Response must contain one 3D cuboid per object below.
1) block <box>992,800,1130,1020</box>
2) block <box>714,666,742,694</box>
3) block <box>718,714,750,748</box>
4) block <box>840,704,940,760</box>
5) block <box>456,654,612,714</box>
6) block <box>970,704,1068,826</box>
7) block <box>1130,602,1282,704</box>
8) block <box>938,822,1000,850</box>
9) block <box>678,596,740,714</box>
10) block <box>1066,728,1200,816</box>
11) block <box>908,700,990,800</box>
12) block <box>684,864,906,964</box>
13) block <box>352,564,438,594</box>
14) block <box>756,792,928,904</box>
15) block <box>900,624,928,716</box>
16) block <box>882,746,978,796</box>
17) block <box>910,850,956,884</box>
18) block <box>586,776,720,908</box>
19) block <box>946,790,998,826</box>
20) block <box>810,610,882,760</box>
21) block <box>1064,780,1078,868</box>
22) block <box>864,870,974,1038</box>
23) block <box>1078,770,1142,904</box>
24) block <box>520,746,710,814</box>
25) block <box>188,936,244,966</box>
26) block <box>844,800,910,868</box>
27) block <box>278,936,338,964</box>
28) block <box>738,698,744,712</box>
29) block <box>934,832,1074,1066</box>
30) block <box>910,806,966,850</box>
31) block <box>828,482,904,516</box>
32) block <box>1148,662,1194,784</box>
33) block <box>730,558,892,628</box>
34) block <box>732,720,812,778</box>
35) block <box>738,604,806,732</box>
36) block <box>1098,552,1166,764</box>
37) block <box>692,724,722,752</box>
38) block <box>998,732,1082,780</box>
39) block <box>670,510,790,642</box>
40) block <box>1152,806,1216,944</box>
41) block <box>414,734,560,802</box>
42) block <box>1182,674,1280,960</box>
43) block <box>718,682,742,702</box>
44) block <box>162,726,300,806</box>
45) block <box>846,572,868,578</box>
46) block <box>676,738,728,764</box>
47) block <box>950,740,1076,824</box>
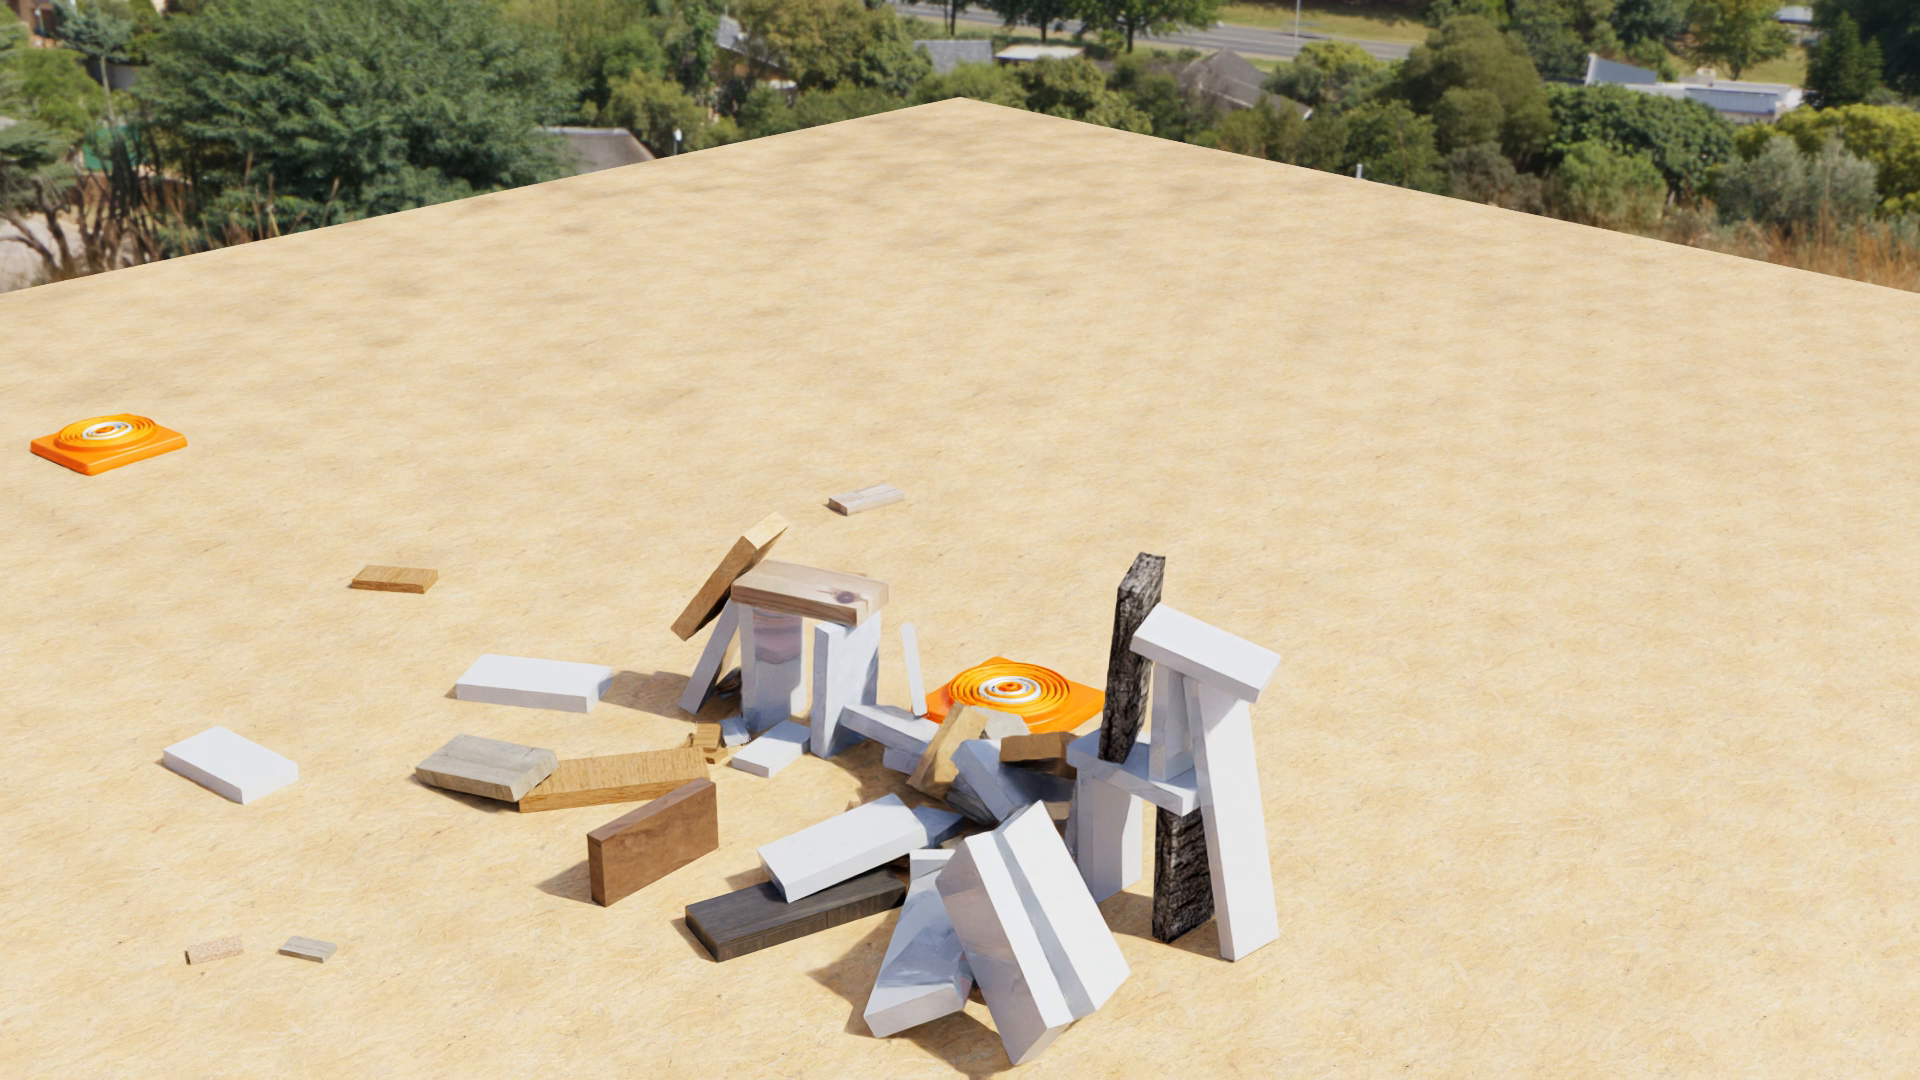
[{"bbox_3d":[0.169,0.640,3.824,0.049,0.345,0.172,-28,0,27],"label":"block"},{"bbox_3d":[-0.501,0.305,4.858,0.061,0.017,0.121,-48,10,-23],"label":"block"},{"bbox_3d":[-0.488,0.413,4.756,0.051,0.015,0.103,-16,26,-9],"label":"block"},{"bbox_3d":[-0.105,0.403,4.590,0.141,0.040,0.282,2,11,-43],"label":"block"},{"bbox_3d":[-0.956,0.322,4.946,0.309,0.044,0.154,5,23,11],"label":"block"},{"bbox_3d":[0.119,0.455,4.450,0.141,0.040,0.282,15,30,-39],"label":"block"},{"bbox_3d":[0.430,0.197,3.850,0.239,0.034,0.120,23,35,16],"label":"block"},{"bbox_3d":[0.040,0.598,4.225,0.191,0.095,0.027,-16,39,-34],"label":"block"},{"bbox_3d":[-0.518,0.226,4.848,0.044,0.309,0.154,30,28,4],"label":"block"},{"bbox_3d":[0.343,0.415,4.024,0.275,0.039,0.138,21,31,40],"label":"block"},{"bbox_3d":[-0.023,0.421,4.398,0.027,0.191,0.095,30,-2,39],"label":"block"},{"bbox_3d":[-0.305,0.682,4.102,0.386,0.041,0.145,-13,26,-28],"label":"block"},{"bbox_3d":[-1.411,0.098,5.495,0.186,0.026,0.093,4,23,9],"label":"block"},{"bbox_3d":[-0.223,0.581,4.166,0.290,0.041,0.145,-21,29,-18],"label":"block"},{"bbox_3d":[-0.098,0.273,4.648,0.027,0.191,0.095,-9,-1,-2],"label":"block"},{"bbox_3d":[-0.003,0.473,4.528,0.282,0.040,0.141,14,10,33],"label":"block"},{"bbox_3d":[0.002,0.630,4.150,0.191,0.095,0.027,0,32,0],"label":"block"},{"bbox_3d":[-0.585,0.577,4.216,0.041,0.145,0.290,19,29,37],"label":"block"},{"bbox_3d":[0.074,0.549,4.397,0.099,0.028,0.197,1,16,-44],"label":"block"},{"bbox_3d":[-0.243,0.300,4.660,0.043,0.304,0.152,25,33,37],"label":"block"},{"bbox_3d":[0.246,0.544,4.217,0.095,0.191,0.027,-10,28,-43],"label":"block"},{"bbox_3d":[-0.041,0.714,3.919,0.172,0.049,0.441,-23,17,19],"label":"block"},{"bbox_3d":[0.283,0.537,4.142,0.138,0.275,0.039,-21,28,-40],"label":"block"},{"bbox_3d":[-0.717,0.494,4.546,0.387,0.039,0.137,-5,23,-12],"label":"block"},{"bbox_3d":[-1.350,0.744,3.990,0.093,0.013,0.046,-10,25,-21],"label":"block"},{"bbox_3d":[-0.156,0.576,4.304,0.099,0.028,0.197,18,13,-21],"label":"block"},{"bbox_3d":[-1.183,0.743,3.992,0.093,0.013,0.046,8,24,17],"label":"block"},{"bbox_3d":[-0.447,0.323,4.850,0.017,0.122,0.061,42,41,23],"label":"block"},{"bbox_3d":[0.070,0.686,3.696,0.049,0.175,0.349,-12,62,-27],"label":"block"},{"bbox_3d":[-0.067,0.565,4.318,0.099,0.028,0.197,10,8,16],"label":"block"},{"bbox_3d":[-0.254,-0.111,5.988,0.186,0.026,0.093,-16,28,-33],"label":"block"},{"bbox_3d":[0.394,0.304,3.932,0.120,0.239,0.034,-21,31,-40],"label":"block"},{"bbox_3d":[-0.316,0.110,4.663,0.304,0.043,0.152,10,25,24],"label":"block"},{"bbox_3d":[-0.390,0.444,4.679,0.095,0.027,0.191,13,26,28],"label":"block"},{"bbox_3d":[-0.406,0.251,4.780,0.043,0.304,0.152,18,29,36],"label":"block"},{"bbox_3d":[0.313,0.214,4.002,0.049,0.345,0.172,11,25,14],"label":"block"},{"bbox_3d":[-0.541,0.424,4.705,0.051,0.015,0.103,0,23,0],"label":"block"},{"bbox_3d":[0.266,0.437,4.302,0.349,0.049,0.175,17,-18,-37],"label":"block"},{"bbox_3d":[-0.497,0.079,4.749,0.044,0.309,0.154,42,30,3],"label":"block"},{"bbox_3d":[0.415,0.588,4.023,0.138,0.275,0.039,-21,30,-40],"label":"block"},{"bbox_3d":[-0.976,0.468,4.537,0.274,0.039,0.137,6,30,33],"label":"block"},{"bbox_3d":[0.487,0.474,3.945,0.120,0.554,0.034,-19,16,-38],"label":"block"},{"bbox_3d":[-0.483,0.320,4.891,0.061,0.017,0.121,-24,-7,-44],"label":"block"},{"bbox_3d":[-1.527,0.470,4.604,0.274,0.039,0.137,17,28,34],"label":"block"},{"bbox_3d":[-0.329,0.108,5.474,0.186,0.026,0.093,3,23,6],"label":"block"},{"bbox_3d":[-0.550,0.450,4.682,0.103,0.015,0.051,12,26,27],"label":"block"},{"bbox_3d":[0.151,0.472,4.347,0.349,0.049,0.175,5,38,-51],"label":"block"}]
